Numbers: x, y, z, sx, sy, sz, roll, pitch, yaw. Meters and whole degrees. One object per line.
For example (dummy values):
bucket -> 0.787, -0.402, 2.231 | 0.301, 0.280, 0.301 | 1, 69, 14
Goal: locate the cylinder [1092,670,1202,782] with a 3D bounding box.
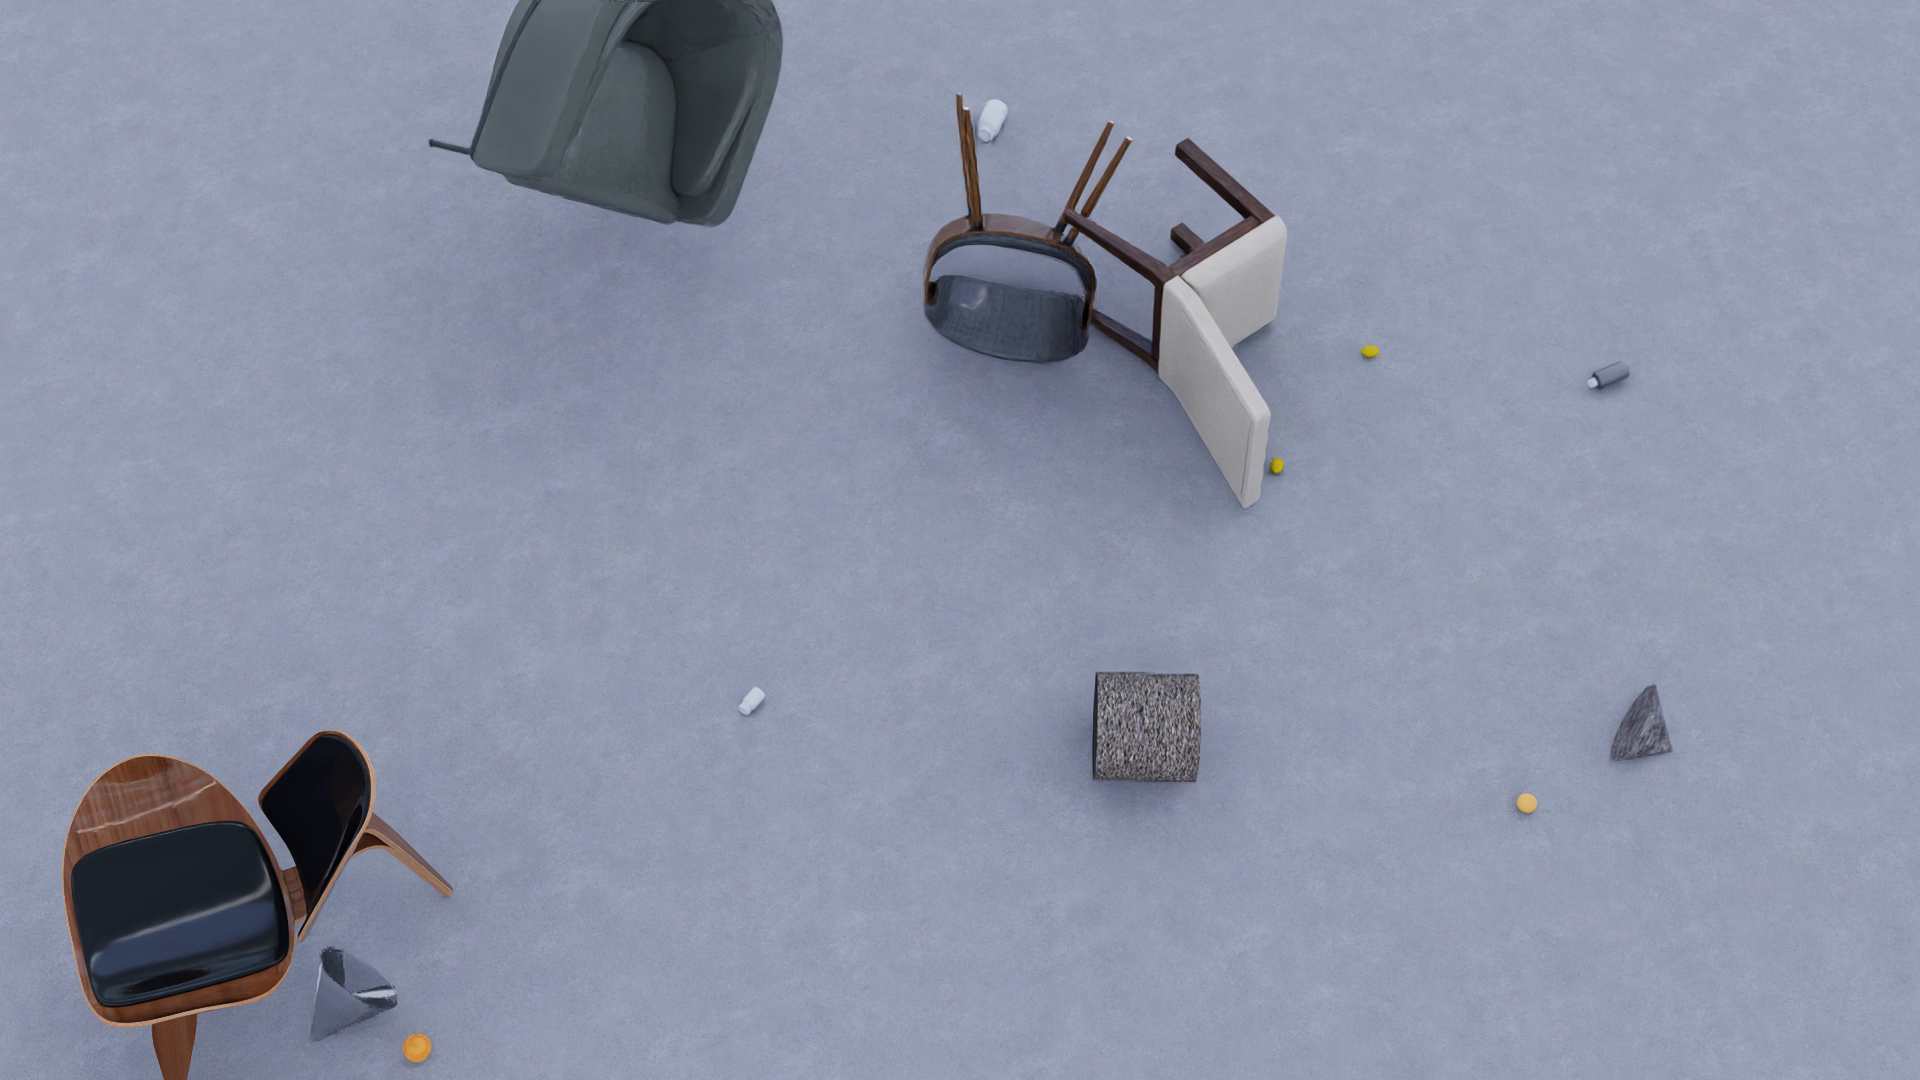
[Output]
cylinder -> 0.511, 0.512, 6.052 | 0.278, 0.297, 0.296 | 2, 15, 1

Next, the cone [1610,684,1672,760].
cone -> 1.945, 0.550, 6.168 | 0.145, 0.130, 0.260 | 36, 69, -7

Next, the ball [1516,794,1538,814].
ball -> 1.561, 0.724, 6.055 | 0.055, 0.055, 0.055 | 0, 56, 0

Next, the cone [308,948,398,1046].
cone -> -1.620, 1.222, 5.691 | 0.223, 0.230, 0.248 | -53, 30, 2
